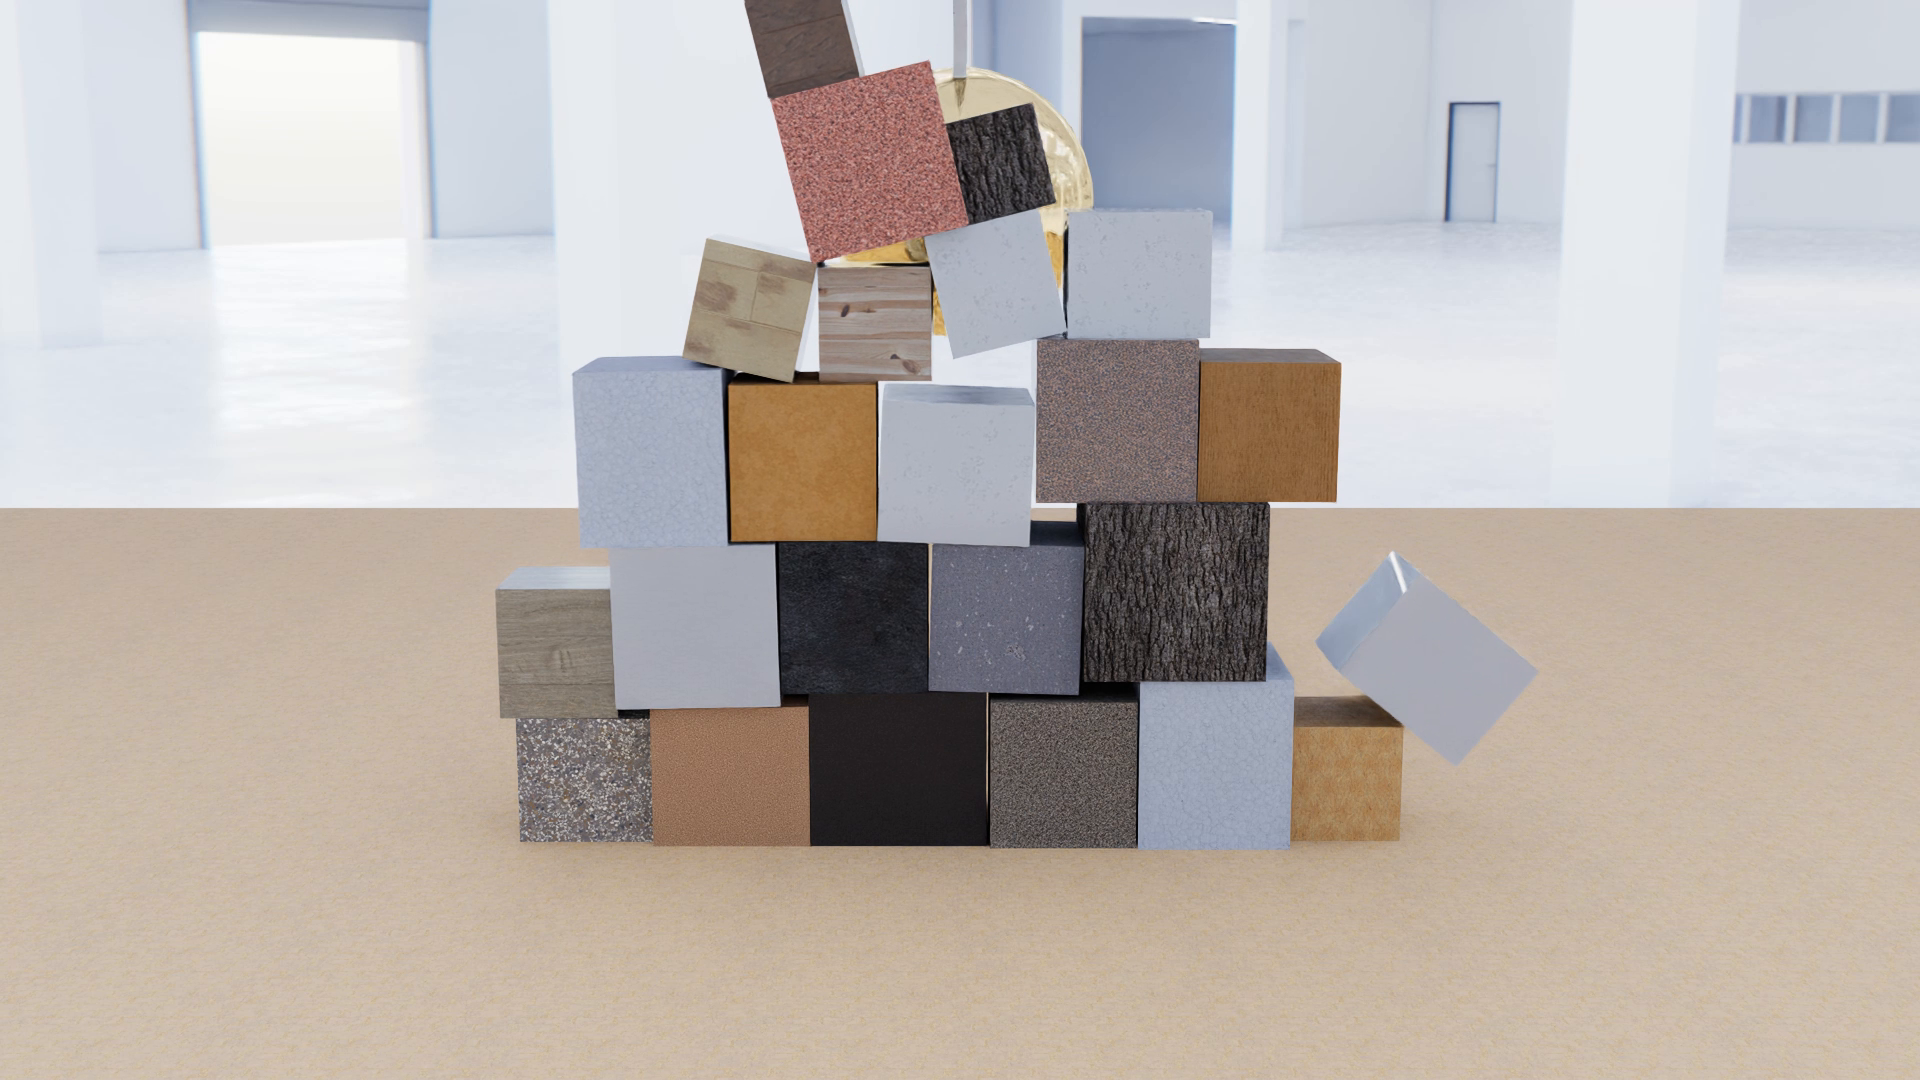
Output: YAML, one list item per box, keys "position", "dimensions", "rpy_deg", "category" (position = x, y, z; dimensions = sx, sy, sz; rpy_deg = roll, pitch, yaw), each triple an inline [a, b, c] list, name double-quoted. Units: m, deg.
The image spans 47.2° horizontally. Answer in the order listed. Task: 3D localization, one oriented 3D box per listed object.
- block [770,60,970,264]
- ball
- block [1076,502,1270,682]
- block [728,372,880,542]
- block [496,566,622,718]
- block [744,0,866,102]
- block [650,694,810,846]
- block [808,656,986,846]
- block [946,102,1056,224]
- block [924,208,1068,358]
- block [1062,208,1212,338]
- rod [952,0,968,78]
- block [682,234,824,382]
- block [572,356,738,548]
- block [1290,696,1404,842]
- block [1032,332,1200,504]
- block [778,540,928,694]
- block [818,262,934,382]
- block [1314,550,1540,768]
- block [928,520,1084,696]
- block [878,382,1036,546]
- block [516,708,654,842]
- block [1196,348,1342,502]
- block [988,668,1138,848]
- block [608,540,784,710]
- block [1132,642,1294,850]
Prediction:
- position: [-0.429, -1.867, 10.851]
  dimensions: [0.778, 0.796, 0.789]
  rpy_deg: [-14, 10, 2]
  category: "block"
- position: [0.000, -2.011, 13.147]
  dimensions: [1.600, 1.600, 1.600]
  rpy_deg: [0, 10, 0]
  category: "ball"
- position: [1.060, 0.185, 11.199]
  dimensions: [0.896, 0.881, 0.892]
  rpy_deg: [0, 10, 0]
  category: "block"
- position: [-0.771, -0.432, 11.058]
  dimensions: [0.716, 0.767, 0.659]
  rpy_deg: [0, 10, -1]
  category: "block"
- position: [-2.014, 0.518, 11.275]
  dimensions: [0.592, 0.662, 0.585]
  rpy_deg: [0, 10, 0]
  category: "block"
- position: [-0.751, -2.441, 10.736]
  dimensions: [0.455, 0.493, 0.414]
  rpy_deg: [-13, 10, 5]
  category: "block"
- position: [-1.150, 1.118, 11.395]
  dimensions: [0.790, 0.722, 0.778]
  rpy_deg: [0, 10, 0]
  category: "block"
- position: [-0.310, 1.081, 11.386]
  dimensions: [0.886, 0.798, 0.765]
  rpy_deg: [0, 10, 0]
  category: "block"
- position: [0.198, -1.858, 10.831]
  dimensions: [0.434, 0.493, 0.424]
  rpy_deg: [-14, 11, 2]
  category: "block"
- position: [0.175, -1.293, 10.929]
  dimensions: [0.572, 0.611, 0.543]
  rpy_deg: [-13, 11, 3]
  category: "block"
- position: [0.873, -1.337, 10.955]
  dimensions: [0.695, 0.609, 0.627]
  rpy_deg: [0, 10, 0]
  category: "block"
- position: [0.000, -4.869, 11.306]
  dimensions: [0.080, 5.200, 0.080]
  rpy_deg: [0, 33, 0]
  category: "rod"
- position: [-1.023, -1.164, 10.976]
  dimensions: [0.552, 0.596, 0.562]
  rpy_deg: [13, 10, -2]
  category: "block"
- position: [-1.507, -0.462, 11.101]
  dimensions: [0.721, 0.861, 0.814]
  rpy_deg: [-1, 10, 0]
  category: "block"
- position: [1.947, 1.179, 11.410]
  dimensions: [0.566, 0.598, 0.617]
  rpy_deg: [0, 10, 0]
  category: "block"
- position: [0.762, -0.641, 11.053]
  dimensions: [0.785, 0.796, 0.778]
  rpy_deg: [0, 10, 0]
  category: "block"
- position: [-0.525, 0.320, 11.207]
  dimensions: [0.726, 0.765, 0.761]
  rpy_deg: [0, 10, 0]
  category: "block"
- position: [-0.414, -1.096, 10.994]
  dimensions: [0.554, 0.559, 0.457]
  rpy_deg: [0, 10, 1]
  category: "block"
- position: [2.383, 0.598, 11.304]
  dimensions: [0.791, 0.637, 0.675]
  rpy_deg: [39, 7, -7]
  category: "block"
- position: [0.227, 0.326, 11.227]
  dimensions: [0.748, 0.750, 0.731]
  rpy_deg: [2, 10, 0]
  category: "block"
- position: [-0.026, -0.393, 11.091]
  dimensions: [0.743, 0.690, 0.818]
  rpy_deg: [2, 10, -2]
  category: "block"
- position: [-1.892, 1.160, 11.391]
  dimensions: [0.675, 0.642, 0.608]
  rpy_deg: [0, 10, 0]
  category: "block"
- position: [1.504, -0.590, 11.084]
  dimensions: [0.684, 0.685, 0.757]
  rpy_deg: [0, 10, 0]
  category: "block"
- position: [0.517, 1.104, 11.389]
  dimensions: [0.731, 0.754, 0.838]
  rpy_deg: [0, 10, 0]
  category: "block"
- position: [-1.307, 0.360, 11.247]
  dimensions: [0.816, 0.815, 0.824]
  rpy_deg: [-1, 10, 0]
  category: "block"
- position: [1.273, 1.046, 11.371]
  dimensions: [0.762, 0.874, 0.861]
  rpy_deg: [0, 10, 0]
  category: "block"
